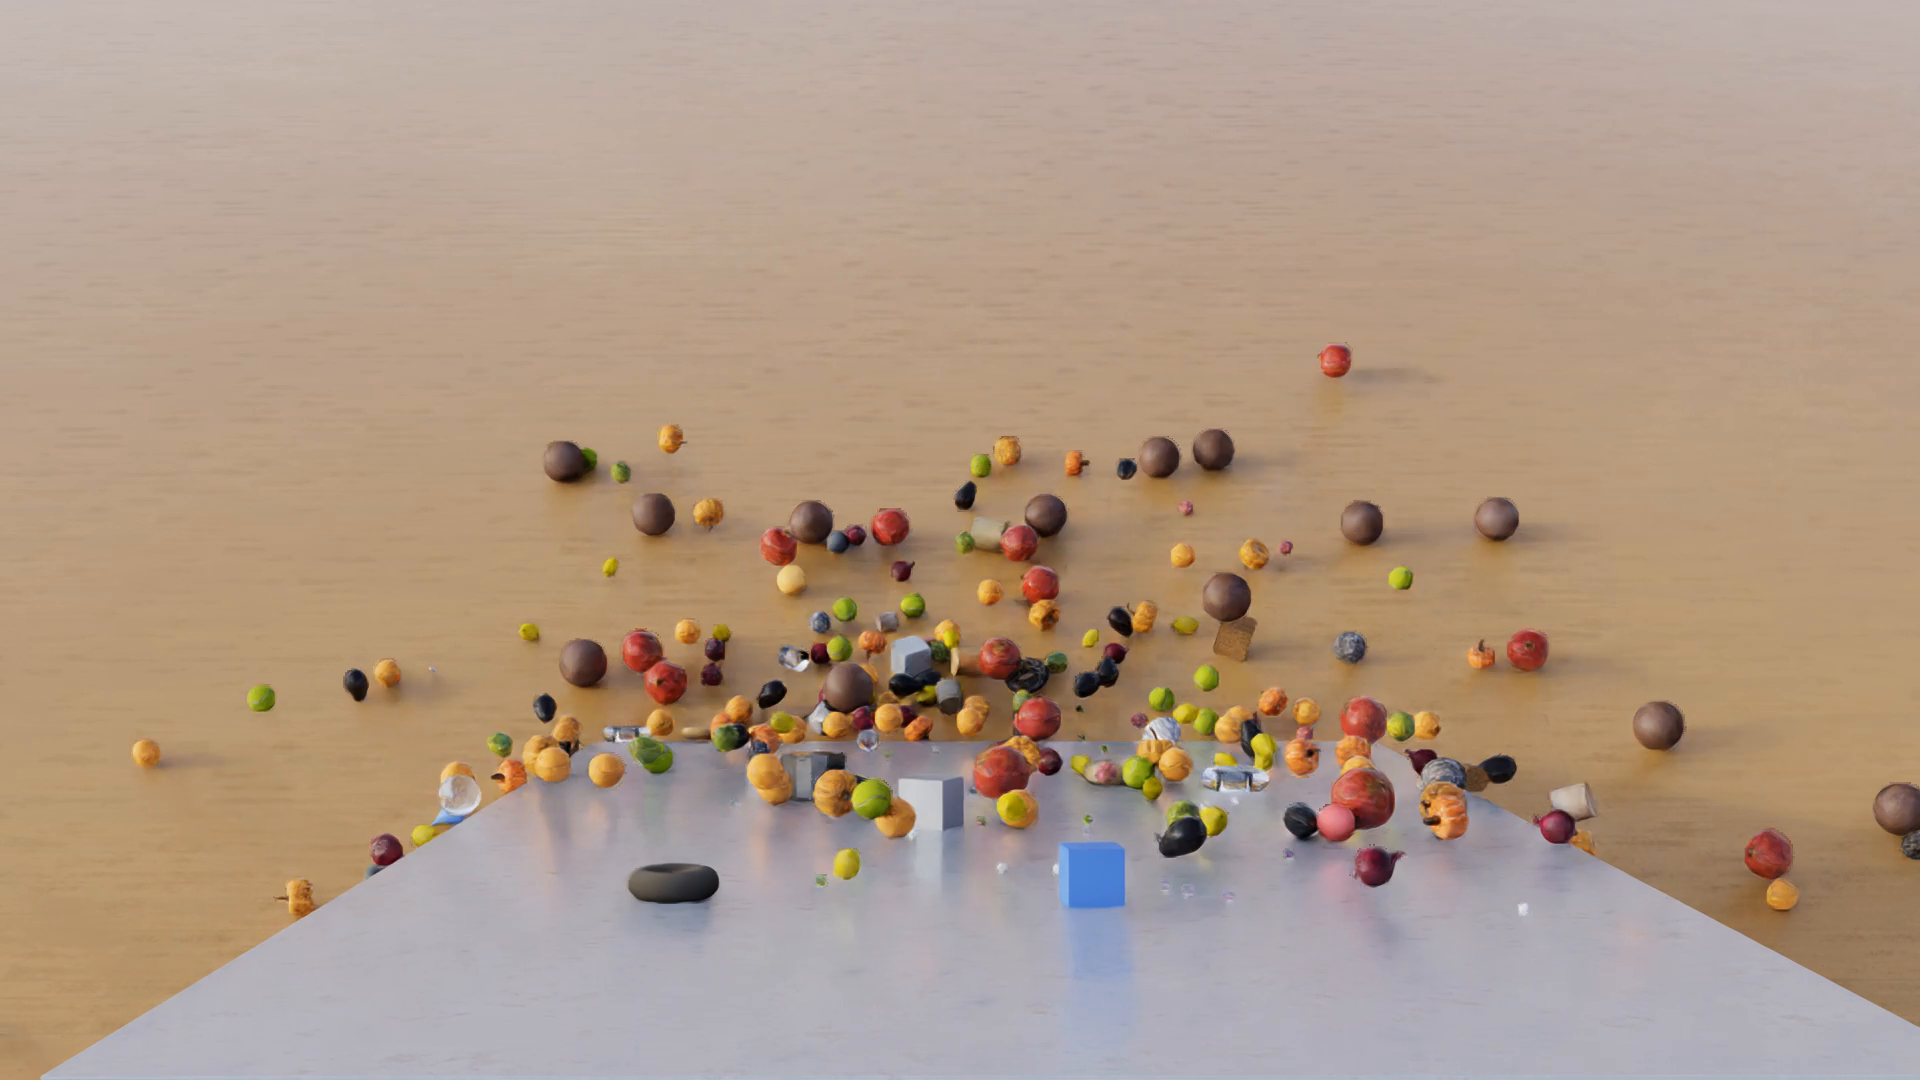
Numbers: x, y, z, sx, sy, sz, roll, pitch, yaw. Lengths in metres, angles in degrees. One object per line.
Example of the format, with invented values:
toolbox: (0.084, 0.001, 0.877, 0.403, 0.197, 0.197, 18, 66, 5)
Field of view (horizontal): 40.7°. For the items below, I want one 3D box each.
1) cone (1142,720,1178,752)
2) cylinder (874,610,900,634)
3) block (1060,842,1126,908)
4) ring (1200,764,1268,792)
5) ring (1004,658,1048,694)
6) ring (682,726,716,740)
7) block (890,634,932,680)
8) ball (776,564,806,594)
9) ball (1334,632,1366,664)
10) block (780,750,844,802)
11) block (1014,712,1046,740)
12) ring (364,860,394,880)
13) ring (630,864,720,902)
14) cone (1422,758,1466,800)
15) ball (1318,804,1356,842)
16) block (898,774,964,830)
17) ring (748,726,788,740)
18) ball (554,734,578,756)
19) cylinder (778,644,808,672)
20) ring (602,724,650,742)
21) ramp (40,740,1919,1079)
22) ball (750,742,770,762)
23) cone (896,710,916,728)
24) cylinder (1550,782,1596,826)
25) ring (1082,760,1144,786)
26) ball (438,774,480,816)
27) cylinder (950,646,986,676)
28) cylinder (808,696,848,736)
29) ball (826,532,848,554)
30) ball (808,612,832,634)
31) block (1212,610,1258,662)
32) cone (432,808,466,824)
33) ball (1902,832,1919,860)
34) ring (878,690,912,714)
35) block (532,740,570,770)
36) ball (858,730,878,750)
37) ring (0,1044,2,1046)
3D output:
cone: (0.509, 0.496, 6.309, 0.096, 0.096, 0.096, -12, 16, -20)
cylinder: (-0.205, 0.229, 7.274, 0.052, 0.052, 0.052, -29, 37, -16)
block: (0.195, 0.494, 3.817, 0.084, 0.084, 0.084, 0, 0, -7)
ring: (0.576, 0.500, 5.425, 0.143, 0.048, 0.143, 1, 1, 0)
ring: (0.181, 0.369, 7.007, 0.123, 0.041, 0.123, -11, 38, 9)
ring: (-0.679, 0.503, 6.726, 0.094, 0.031, 0.094, 1, -3, 0)
block: (-0.135, 0.323, 7.074, 0.082, 0.082, 0.082, -16, 33, -27)
ball: (-0.484, 0.115, 7.446, 0.087, 0.087, 0.087, 0, 29, 0)
ball: (1.073, 0.297, 7.114, 0.088, 0.088, 0.088, 0, 29, 0)
block: (-0.299, 0.479, 5.245, 0.093, 0.093, 0.093, 0, 1, -44)
block: (0.182, 0.486, 6.757, 0.069, 0.069, 0.069, 1, -3, -13)
ring: (-1.391, 0.810, 6.239, 0.097, 0.032, 0.097, -3, 29, 2)
ring: (-0.428, 0.514, 3.870, 0.135, 0.045, 0.135, -1, 1, 0)
cone: (0.979, 0.504, 5.240, 0.092, 0.092, 0.092, 6, 28, 11)
ball: (0.660, 0.497, 4.532, 0.067, 0.067, 0.067, 0, 29, 0)
block: (-0.053, 0.484, 4.776, 0.090, 0.090, 0.090, 0, 0, 25)
ring: (-0.496, 0.499, 6.687, 0.105, 0.035, 0.105, 1, -1, 0)
ball: (-0.975, 0.512, 6.389, 0.064, 0.064, 0.064, 0, 29, 0)
cylinder: (-0.456, 0.325, 7.091, 0.060, 0.060, 0.060, 28, 39, 30)
ring: (-0.854, 0.496, 6.620, 0.123, 0.041, 0.123, 0, -1, 0)
ramp: (0.065, 0.580, 4.626, 2.000, 0.100, 4.000, 0, 0, 0)
ball: (-0.467, 0.495, 6.032, 0.050, 0.050, 0.050, 0, 29, 0)
cone: (-0.153, 0.479, 6.847, 0.050, 0.050, 0.050, -29, 9, -41)
cylinder: (1.118, 0.481, 4.712, 0.065, 0.065, 0.065, -19, 21, 25)
ring: (0.331, 0.501, 5.554, 0.134, 0.045, 0.134, 4, 1, 0)
ball: (-0.978, 0.499, 5.052, 0.081, 0.081, 0.081, 0, 29, 0)
cylinder: (0.021, 0.331, 7.048, 0.079, 0.079, 0.079, 1, 27, -16)
cylinder: (-0.348, 0.463, 6.798, 0.073, 0.073, 0.073, 29, 30, -19)
ball: (-0.363, 0.007, 7.662, 0.068, 0.068, 0.068, 0, 29, 0)
ball: (-0.393, 0.232, 7.255, 0.063, 0.063, 0.063, 0, 29, 0)
block: (0.760, 0.265, 7.151, 0.090, 0.090, 0.090, 19, 31, 5)
cone: (-1.286, 0.691, 6.450, 0.077, 0.077, 0.077, -31, 34, -3)
ball: (2.337, 0.747, 6.314, 0.071, 0.071, 0.071, 0, 29, 0)
ring: (-0.176, 0.435, 6.923, 0.092, 0.031, 0.092, 0, 29, 0)
block: (-0.932, 0.491, 5.895, 0.060, 0.060, 0.060, 0, 1, 39)
ball: (-0.226, 0.491, 6.344, 0.053, 0.053, 0.053, 0, 29, 0)
ring: (-2.130, 1.087, 5.671, 0.025, 0.075, 0.075, -33, 41, -24)
